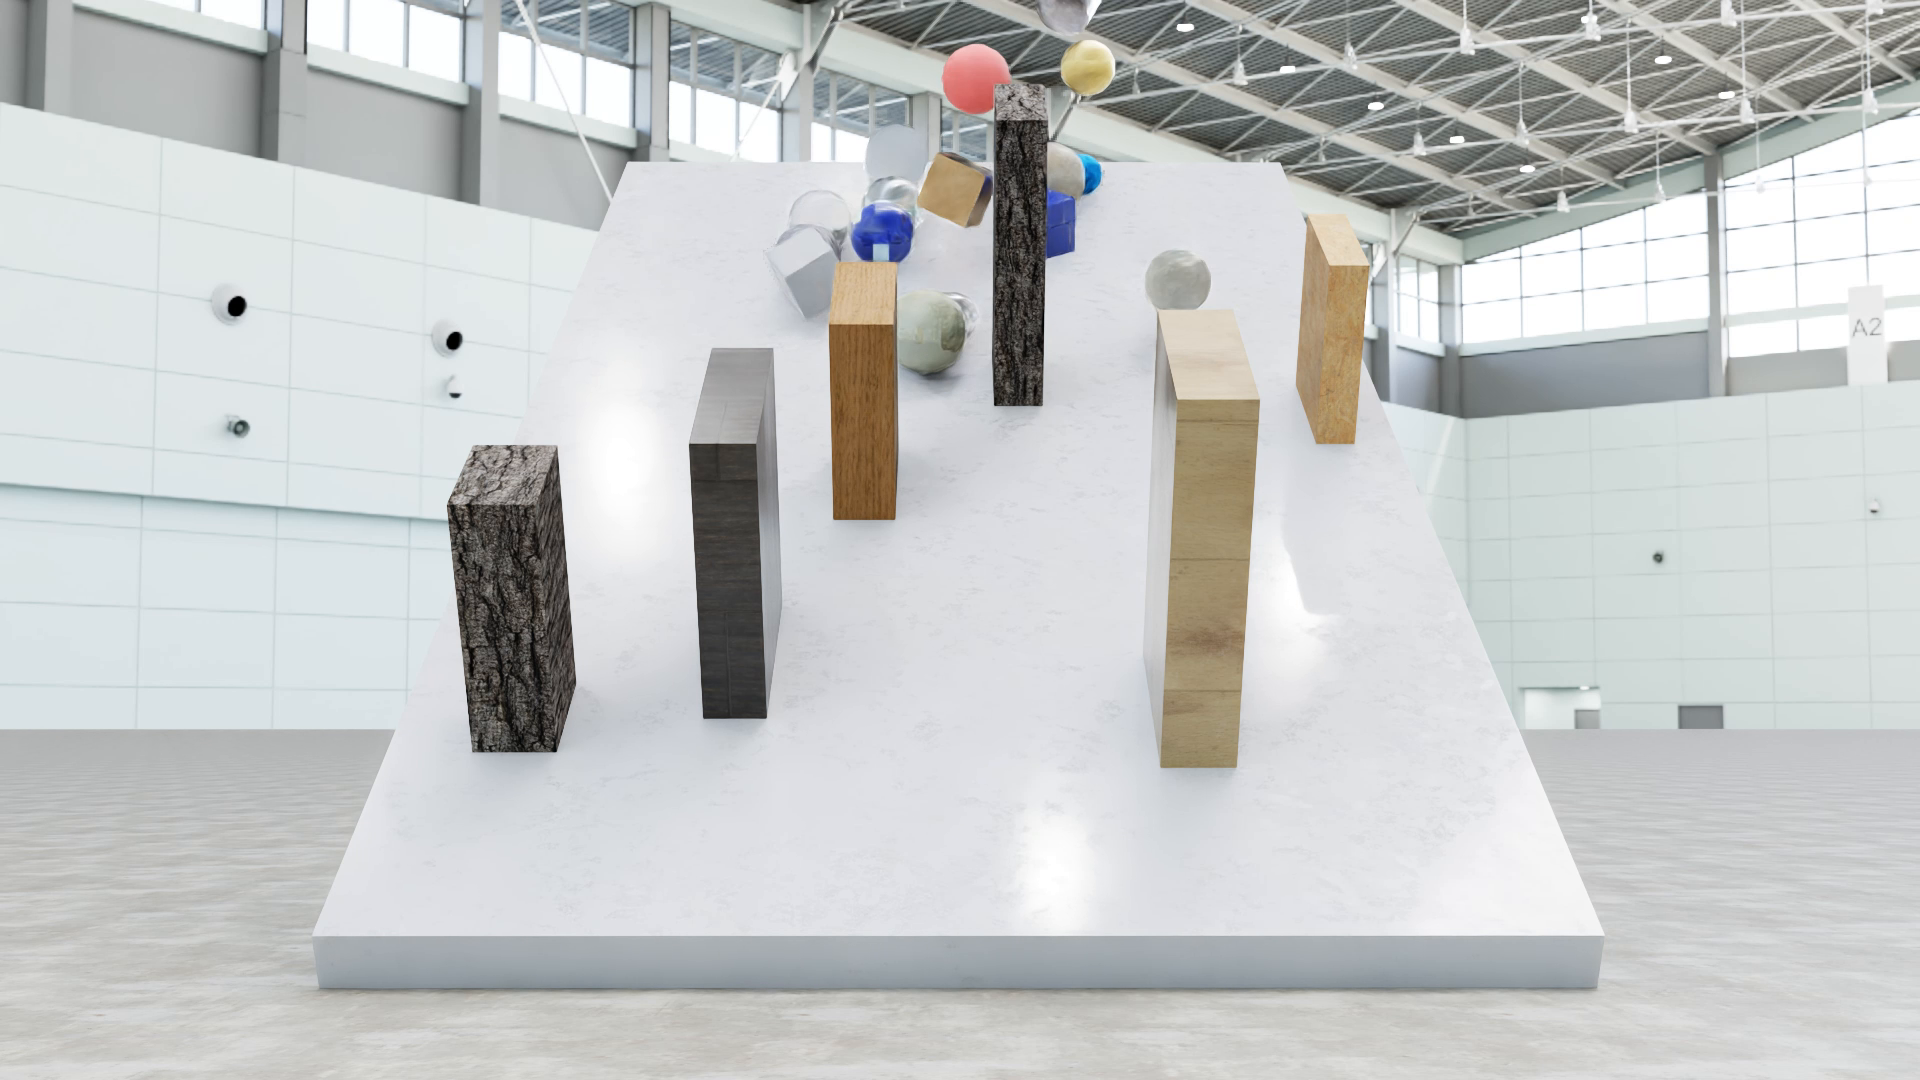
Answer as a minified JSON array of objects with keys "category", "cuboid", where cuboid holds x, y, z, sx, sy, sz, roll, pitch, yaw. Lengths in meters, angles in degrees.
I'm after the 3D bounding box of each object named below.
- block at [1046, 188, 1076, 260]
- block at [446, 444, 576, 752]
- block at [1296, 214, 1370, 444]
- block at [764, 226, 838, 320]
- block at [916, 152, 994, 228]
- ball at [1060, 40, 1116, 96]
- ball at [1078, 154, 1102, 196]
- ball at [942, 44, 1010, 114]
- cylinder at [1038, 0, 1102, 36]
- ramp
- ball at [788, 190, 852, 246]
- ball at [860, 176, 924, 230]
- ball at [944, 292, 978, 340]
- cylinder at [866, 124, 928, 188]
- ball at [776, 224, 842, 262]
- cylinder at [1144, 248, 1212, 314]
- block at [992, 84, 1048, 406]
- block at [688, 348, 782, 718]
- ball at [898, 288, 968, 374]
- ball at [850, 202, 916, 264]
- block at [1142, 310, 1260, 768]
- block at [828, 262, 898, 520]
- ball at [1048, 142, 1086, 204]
[{"category":"block","cuboid":[0.209,-0.868,6.478,0.151,0.151,0.151,-20,33,-35]},{"category":"block","cuboid":[-0.780,0.103,4.134,0.148,0.481,0.243,0,26,0]},{"category":"block","cuboid":[0.848,-0.486,5.399,0.088,0.426,0.353,0,26,0]},{"category":"block","cuboid":[-0.386,-0.682,6.016,0.142,0.142,0.142,-32,41,-6]},{"category":"block","cuboid":[-0.005,-0.951,6.404,0.152,0.152,0.152,26,15,10]},{"category":"ball","cuboid":[0.350,-1.294,6.463,0.151,0.151,0.151,0,-4,0]},{"category":"ball","cuboid":[0.357,-1.073,6.930,0.120,0.120,0.120,0,-4,0]},{"category":"ball","cuboid":[0.048,-1.372,7.031,0.205,0.205,0.205,0,-4,0]},{"category":"cylinder","cuboid":[0.312,-1.511,6.580,0.151,0.151,0.151,16,-40,14]},{"category":"ramp","cuboid":[-0.010,-0.228,5.464,2.000,0.100,4.000,0,26,0]},{"category":"ball","cuboid":[-0.383,-0.871,6.453,0.176,0.176,0.176,0,-4,0]},{"category":"ball","cuboid":[-0.190,-0.924,6.562,0.175,0.175,0.175,0,-4,0]},{"category":"ball","cuboid":[-0.019,-0.552,5.860,0.130,0.130,0.130,0,-4,0]},{"category":"cylinder","cuboid":[-0.182,-1.077,6.713,0.177,0.177,0.177,0,0,-2]},{"category":"ball","cuboid":[-0.400,-0.740,6.181,0.177,0.177,0.177,0,-4,0]},{"category":"cylinder","cuboid":[0.534,-0.628,5.808,0.162,0.162,0.162,0,2,4]},{"category":"block","cuboid":[0.137,-0.687,5.506,0.115,0.686,0.298,0,26,0]},{"category":"block","cuboid":[-0.404,-0.018,4.314,0.115,0.540,0.439,0,26,0]},{"category":"ball","cuboid":[-0.083,-0.502,5.677,0.203,0.203,0.203,0,-4,0]},{"category":"ball","cuboid":[-0.209,-0.821,6.351,0.177,0.177,0.177,0,-4,0]},{"category":"block","cuboid":[0.413,-0.005,4.120,0.133,0.692,0.407,0,26,0]},{"category":"block","cuboid":[-0.202,-0.322,5.043,0.131,0.440,0.372,0,26,0]},{"category":"ball","cuboid":[0.256,-1.031,6.744,0.208,0.208,0.208,0,-4,0]}]
